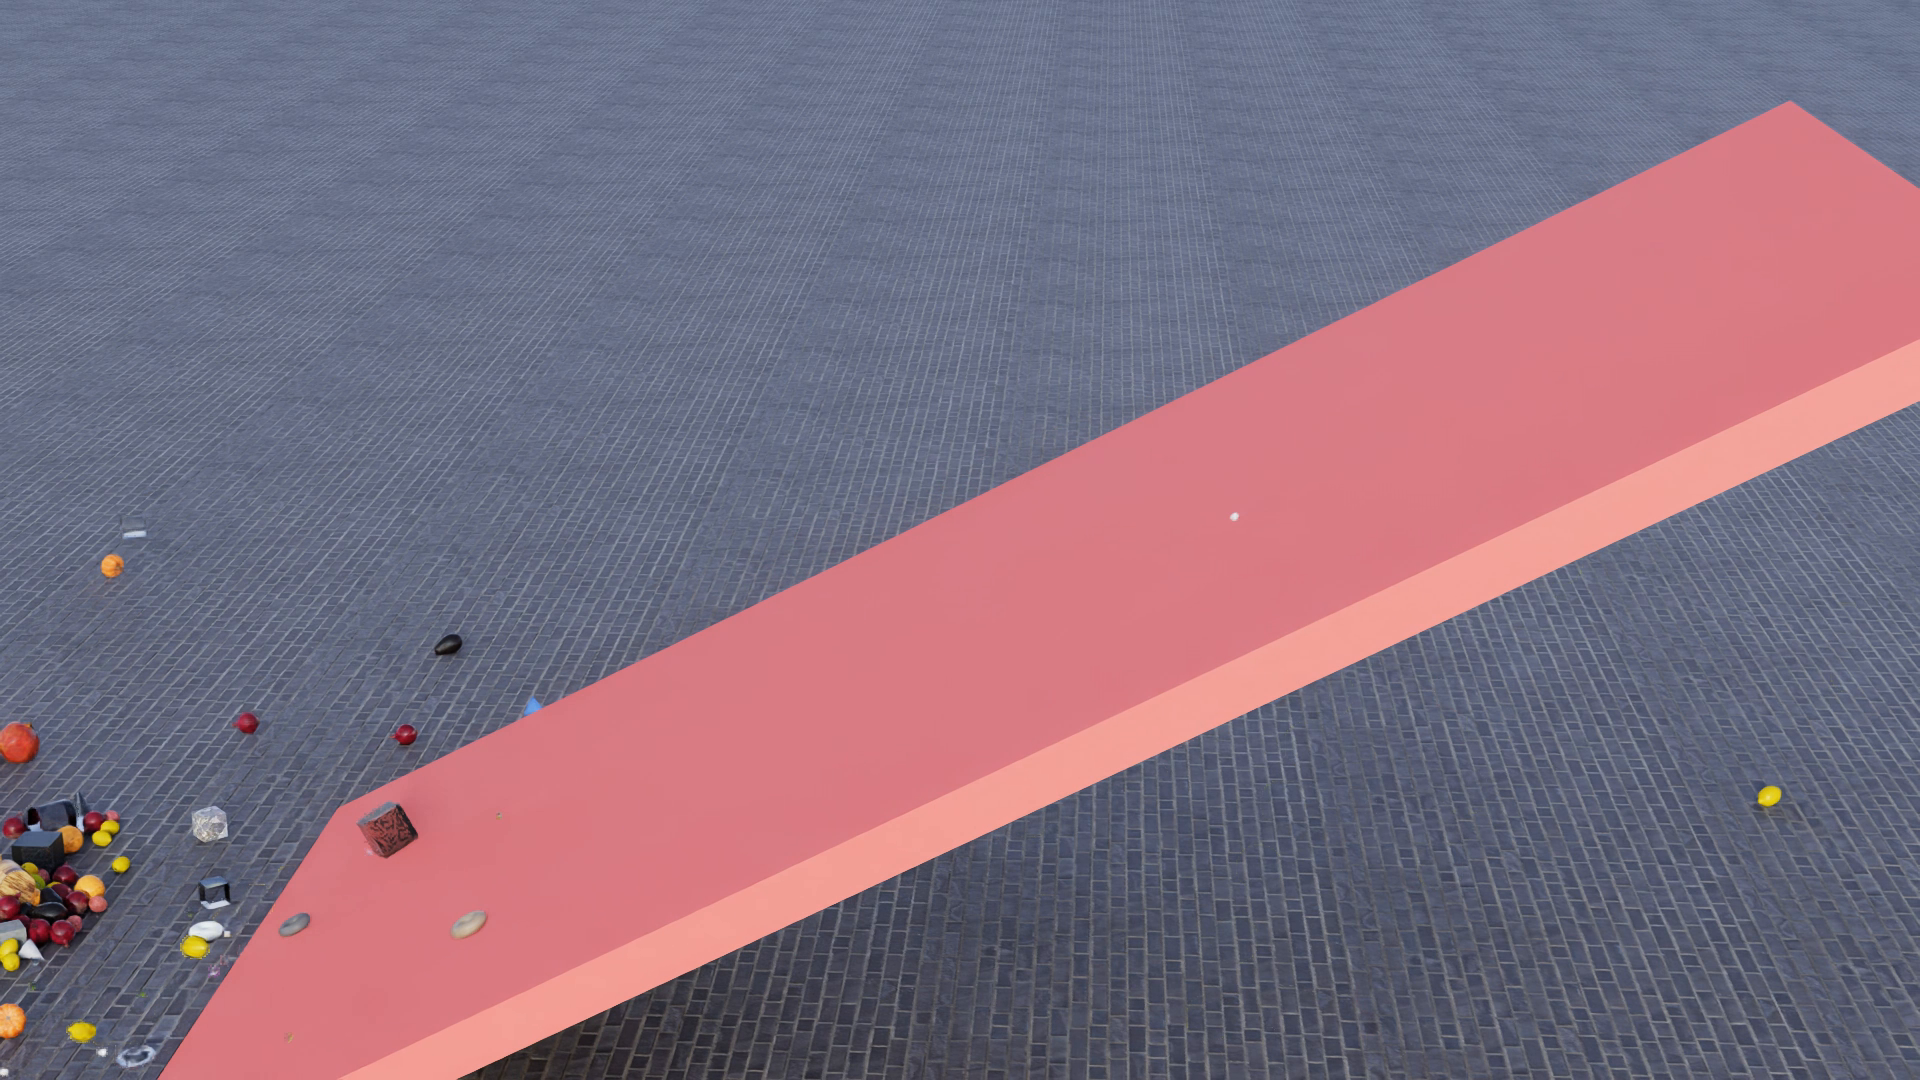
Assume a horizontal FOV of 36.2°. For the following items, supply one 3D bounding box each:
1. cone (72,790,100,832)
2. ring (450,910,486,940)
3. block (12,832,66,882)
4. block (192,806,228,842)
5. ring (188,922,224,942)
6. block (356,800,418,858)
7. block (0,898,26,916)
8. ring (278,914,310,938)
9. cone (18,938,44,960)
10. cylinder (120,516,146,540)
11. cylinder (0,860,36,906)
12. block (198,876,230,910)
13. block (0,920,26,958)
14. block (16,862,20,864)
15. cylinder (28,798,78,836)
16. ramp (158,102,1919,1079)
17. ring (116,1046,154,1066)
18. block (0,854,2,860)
[{"bbox_3d":[-2.302,0.698,7.694,0.096,0.096,0.096,0,17,0],"label":"cone"},{"bbox_3d":[-1.005,0.787,6.011,0.084,0.028,0.084,-28,13,7],"label":"ring"},{"bbox_3d":[-2.312,0.795,7.381,0.096,0.096,0.096,1,17,4],"label":"block"},{"bbox_3d":[-1.945,0.736,7.624,0.065,0.065,0.065,-13,22,-37],"label":"block"},{"bbox_3d":[-1.804,0.936,7.037,0.081,0.027,0.081,-1,16,0],"label":"ring"},{"bbox_3d":[-1.347,0.681,6.921,0.092,0.092,0.092,-34,15,-23],"label":"block"},{"bbox_3d":[-2.347,0.859,7.183,0.088,0.088,0.088,-14,22,-39],"label":"block"},{"bbox_3d":[-1.513,0.876,6.685,0.078,0.026,0.078,-26,15,7],"label":"ring"},{"bbox_3d":[-2.177,0.974,6.918,0.054,0.054,0.054,30,22,5],"label":"cone"},{"bbox_3d":[-2.852,-0.044,10.151,0.077,0.077,0.077,-6,18,-20],"label":"cylinder"},{"bbox_3d":[-2.291,0.826,7.099,0.087,0.087,0.087,-13,22,-36],"label":"cylinder"},{"bbox_3d":[-1.829,0.865,7.217,0.056,0.056,0.056,-12,21,-35],"label":"block"},{"bbox_3d":[-2.247,0.942,6.960,0.060,0.060,0.060,-11,20,-31],"label":"block"},{"bbox_3d":[-2.355,0.843,7.275,0.066,0.066,0.066,-5,18,-17],"label":"block"},{"bbox_3d":[-2.349,0.726,7.613,0.091,0.091,0.091,-15,22,-40],"label":"cylinder"},{"bbox_3d":[0.140,0.167,6.281,4.000,0.100,2.000,-26,14,10],"label":"ramp"},{"bbox_3d":[-1.793,1.124,6.400,0.083,0.028,0.083,-10,7,1],"label":"ring"},{"bbox_3d":[-2.436,0.822,7.355,0.058,0.058,0.058,3,17,10],"label":"block"}]
